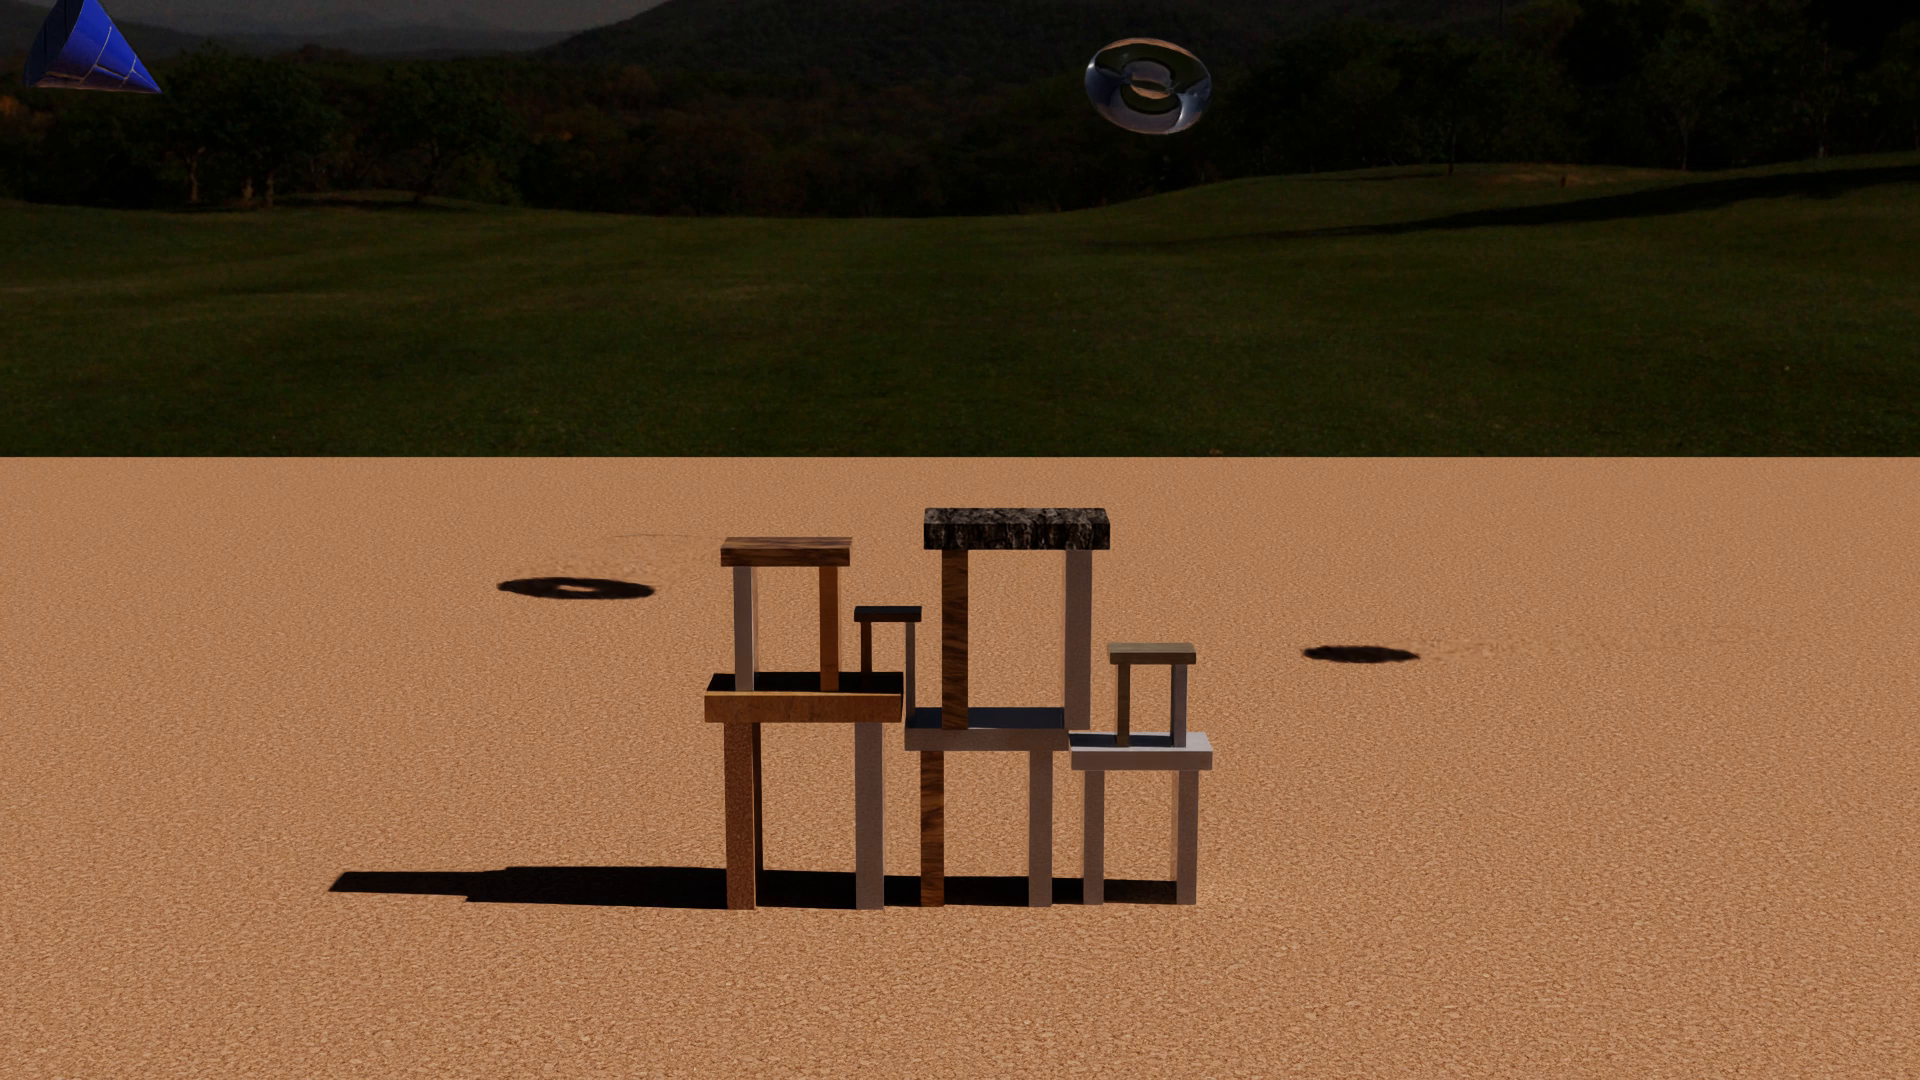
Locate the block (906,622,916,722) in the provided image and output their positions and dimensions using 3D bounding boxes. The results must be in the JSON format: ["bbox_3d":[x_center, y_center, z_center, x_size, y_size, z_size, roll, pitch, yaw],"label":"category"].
[{"bbox_3d":[-0.080,0.210,3.599,0.015,0.166,0.054,0,11,0],"label":"block"}]

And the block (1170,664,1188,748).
[{"bbox_3d":[0.359,0.264,3.608,0.020,0.140,0.070,0,11,0],"label":"block"}]

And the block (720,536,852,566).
[{"bbox_3d":[-0.279,0.019,3.562,0.206,0.029,0.103,0,11,0],"label":"block"}]

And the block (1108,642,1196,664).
[{"bbox_3d":[0.313,0.185,3.594,0.140,0.020,0.070,0,11,0],"label":"block"}]

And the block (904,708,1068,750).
[{"bbox_3d":[0.043,0.310,3.617,0.266,0.038,0.133,0,11,0],"label":"block"}]

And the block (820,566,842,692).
[{"bbox_3d":[-0.211,0.134,3.583,0.029,0.206,0.103,0,11,0],"label":"block"}]

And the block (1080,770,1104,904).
[{"bbox_3d":[0.219,0.477,3.651,0.033,0.230,0.115,0,11,0],"label":"block"}]

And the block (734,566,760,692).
[{"bbox_3d":[-0.348,0.134,3.583,0.029,0.206,0.103,0,11,0],"label":"block"}]

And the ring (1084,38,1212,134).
[{"bbox_3d":[0.492,-1.184,5.730,0.339,0.113,0.339,4,48,-5],"label":"ring"}]

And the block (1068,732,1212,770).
[{"bbox_3d":[0.296,0.348,3.627,0.230,0.033,0.115,0,11,0],"label":"block"}]

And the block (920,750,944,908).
[{"bbox_3d":[-0.045,0.459,3.646,0.038,0.265,0.133,0,10,0],"label":"block"}]

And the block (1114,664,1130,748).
[{"bbox_3d":[0.266,0.264,3.608,0.020,0.140,0.070,0,11,0],"label":"block"}]

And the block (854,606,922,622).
[{"bbox_3d":[-0.117,0.120,3.583,0.109,0.015,0.054,0,11,0],"label":"block"}]

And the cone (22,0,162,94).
[{"bbox_3d":[-1.915,-1.071,4.952,0.266,0.266,0.266,29,-10,-38],"label":"cone"}]

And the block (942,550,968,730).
[{"bbox_3d":[-0.008,0.147,3.585,0.042,0.295,0.148,0,11,0],"label":"block"}]

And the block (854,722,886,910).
[{"bbox_3d":[-0.147,0.434,3.642,0.045,0.316,0.158,0,11,0],"label":"block"}]

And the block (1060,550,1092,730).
[{"bbox_3d":[0.189,0.147,3.584,0.042,0.295,0.148,0,11,0],"label":"block"}]

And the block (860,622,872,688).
[{"bbox_3d":[-0.153,0.182,3.595,0.015,0.109,0.054,0,11,0],"label":"block"}]

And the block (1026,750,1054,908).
[{"bbox_3d":[0.132,0.459,3.646,0.038,0.265,0.133,0,11,0],"label":"block"}]

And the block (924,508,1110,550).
[{"bbox_3d":[0.090,-0.019,3.555,0.295,0.042,0.148,0,11,0],"label":"block"}]

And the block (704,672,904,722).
[{"bbox_3d":[-0.253,0.257,3.609,0.316,0.045,0.158,0,11,0],"label":"block"}]

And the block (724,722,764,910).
[{"bbox_3d":[-0.358,0.434,3.642,0.045,0.316,0.158,0,11,0],"label":"block"}]

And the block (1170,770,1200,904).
[{"bbox_3d":[0.372,0.477,3.651,0.033,0.230,0.115,0,11,0],"label":"block"}]
